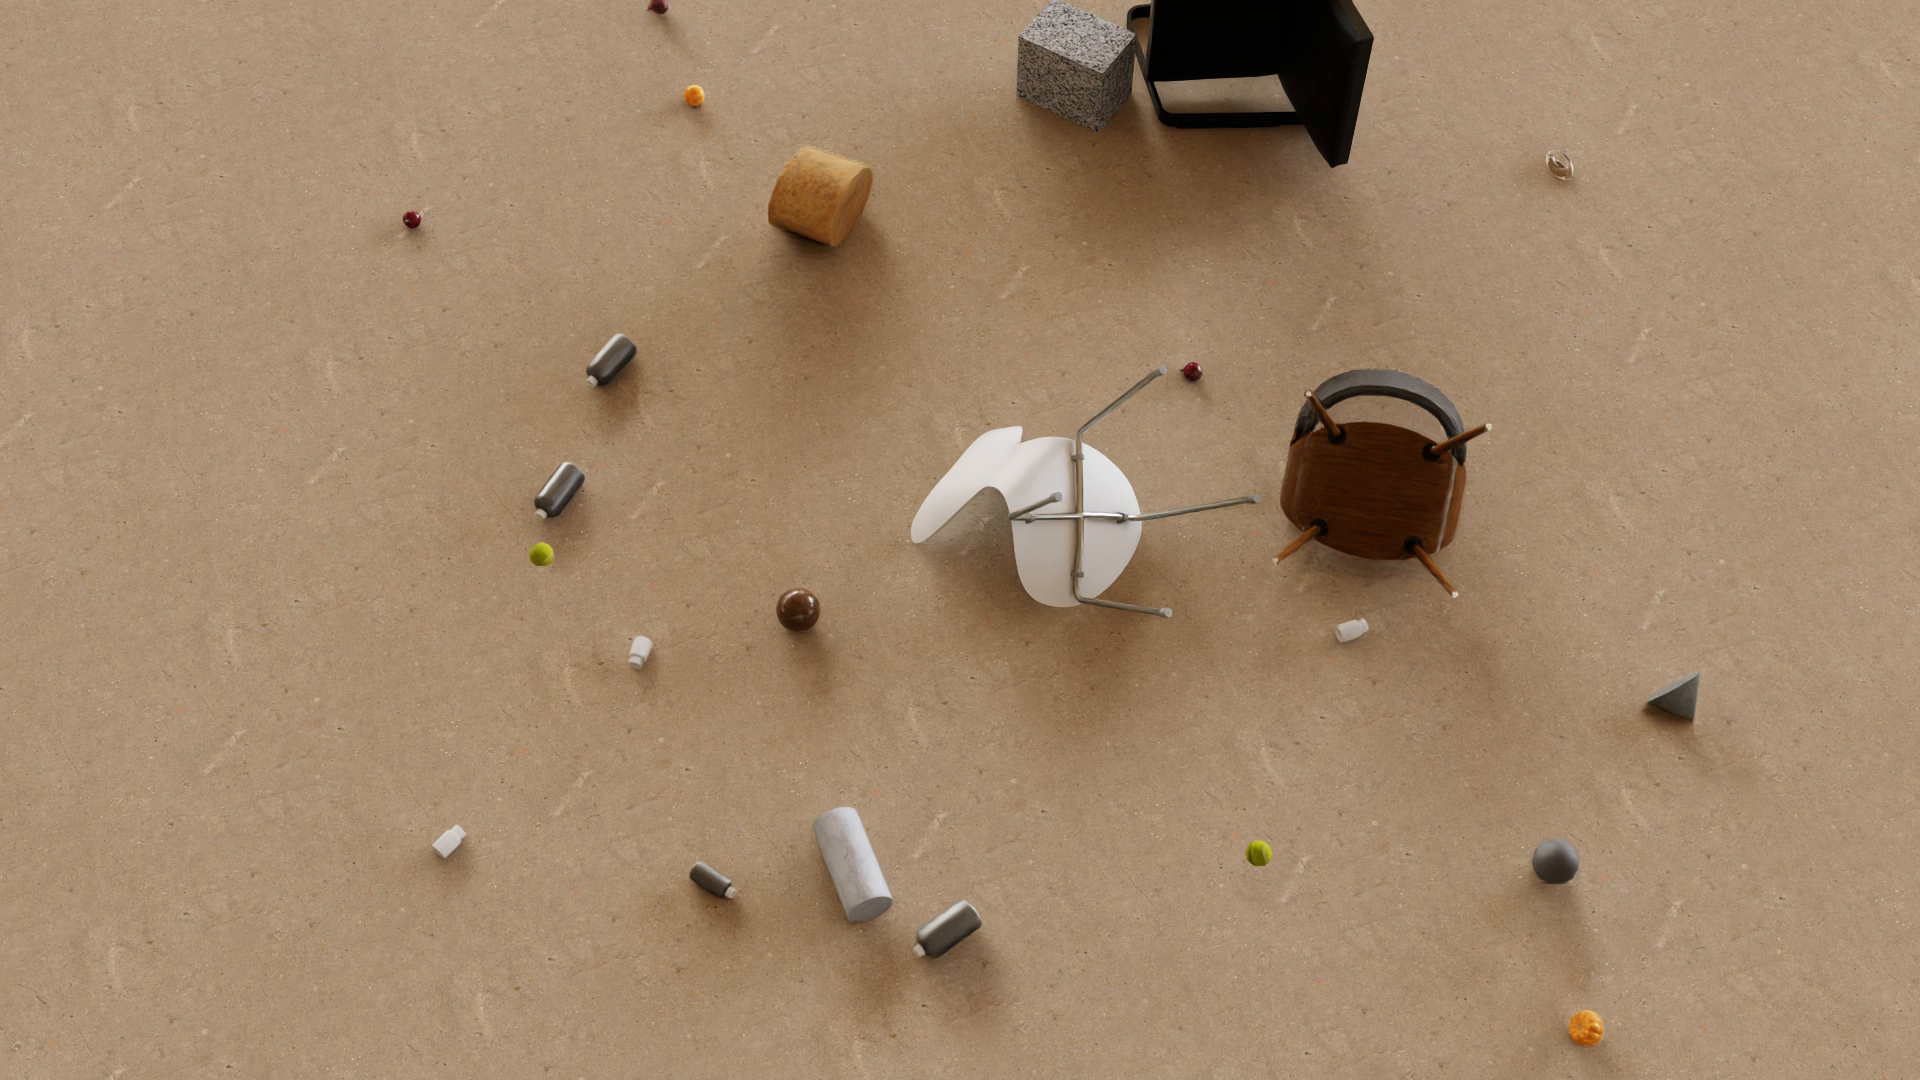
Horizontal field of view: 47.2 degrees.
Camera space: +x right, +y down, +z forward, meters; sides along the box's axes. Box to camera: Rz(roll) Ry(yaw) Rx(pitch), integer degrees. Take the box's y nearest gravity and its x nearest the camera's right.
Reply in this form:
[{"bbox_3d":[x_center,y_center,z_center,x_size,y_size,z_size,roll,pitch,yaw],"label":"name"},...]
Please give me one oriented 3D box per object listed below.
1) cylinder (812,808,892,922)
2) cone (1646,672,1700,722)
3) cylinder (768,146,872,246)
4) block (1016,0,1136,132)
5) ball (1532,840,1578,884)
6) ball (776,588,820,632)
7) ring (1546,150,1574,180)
[{"bbox_3d":[-0.290,0.871,5.910,0.128,0.132,0.282,-35,58,15],"label":"cylinder"},{"bbox_3d":[2.048,0.467,6.231,0.171,0.098,0.115,-29,86,2],"label":"cone"},{"bbox_3d":[-0.457,-1.124,7.194,0.223,0.224,0.322,20,55,13],"label":"cylinder"},{"bbox_3d":[0.395,-1.618,7.494,0.328,0.276,0.225,28,61,18],"label":"block"},{"bbox_3d":[1.603,0.868,5.919,0.120,0.120,0.120,0,56,0],"label":"ball"},{"bbox_3d":[-0.468,0.202,6.361,0.128,0.128,0.128,0,56,0],"label":"ball"},{"bbox_3d":[2.019,-1.263,7.401,0.078,0.034,0.132,-19,59,-11],"label":"ring"}]
